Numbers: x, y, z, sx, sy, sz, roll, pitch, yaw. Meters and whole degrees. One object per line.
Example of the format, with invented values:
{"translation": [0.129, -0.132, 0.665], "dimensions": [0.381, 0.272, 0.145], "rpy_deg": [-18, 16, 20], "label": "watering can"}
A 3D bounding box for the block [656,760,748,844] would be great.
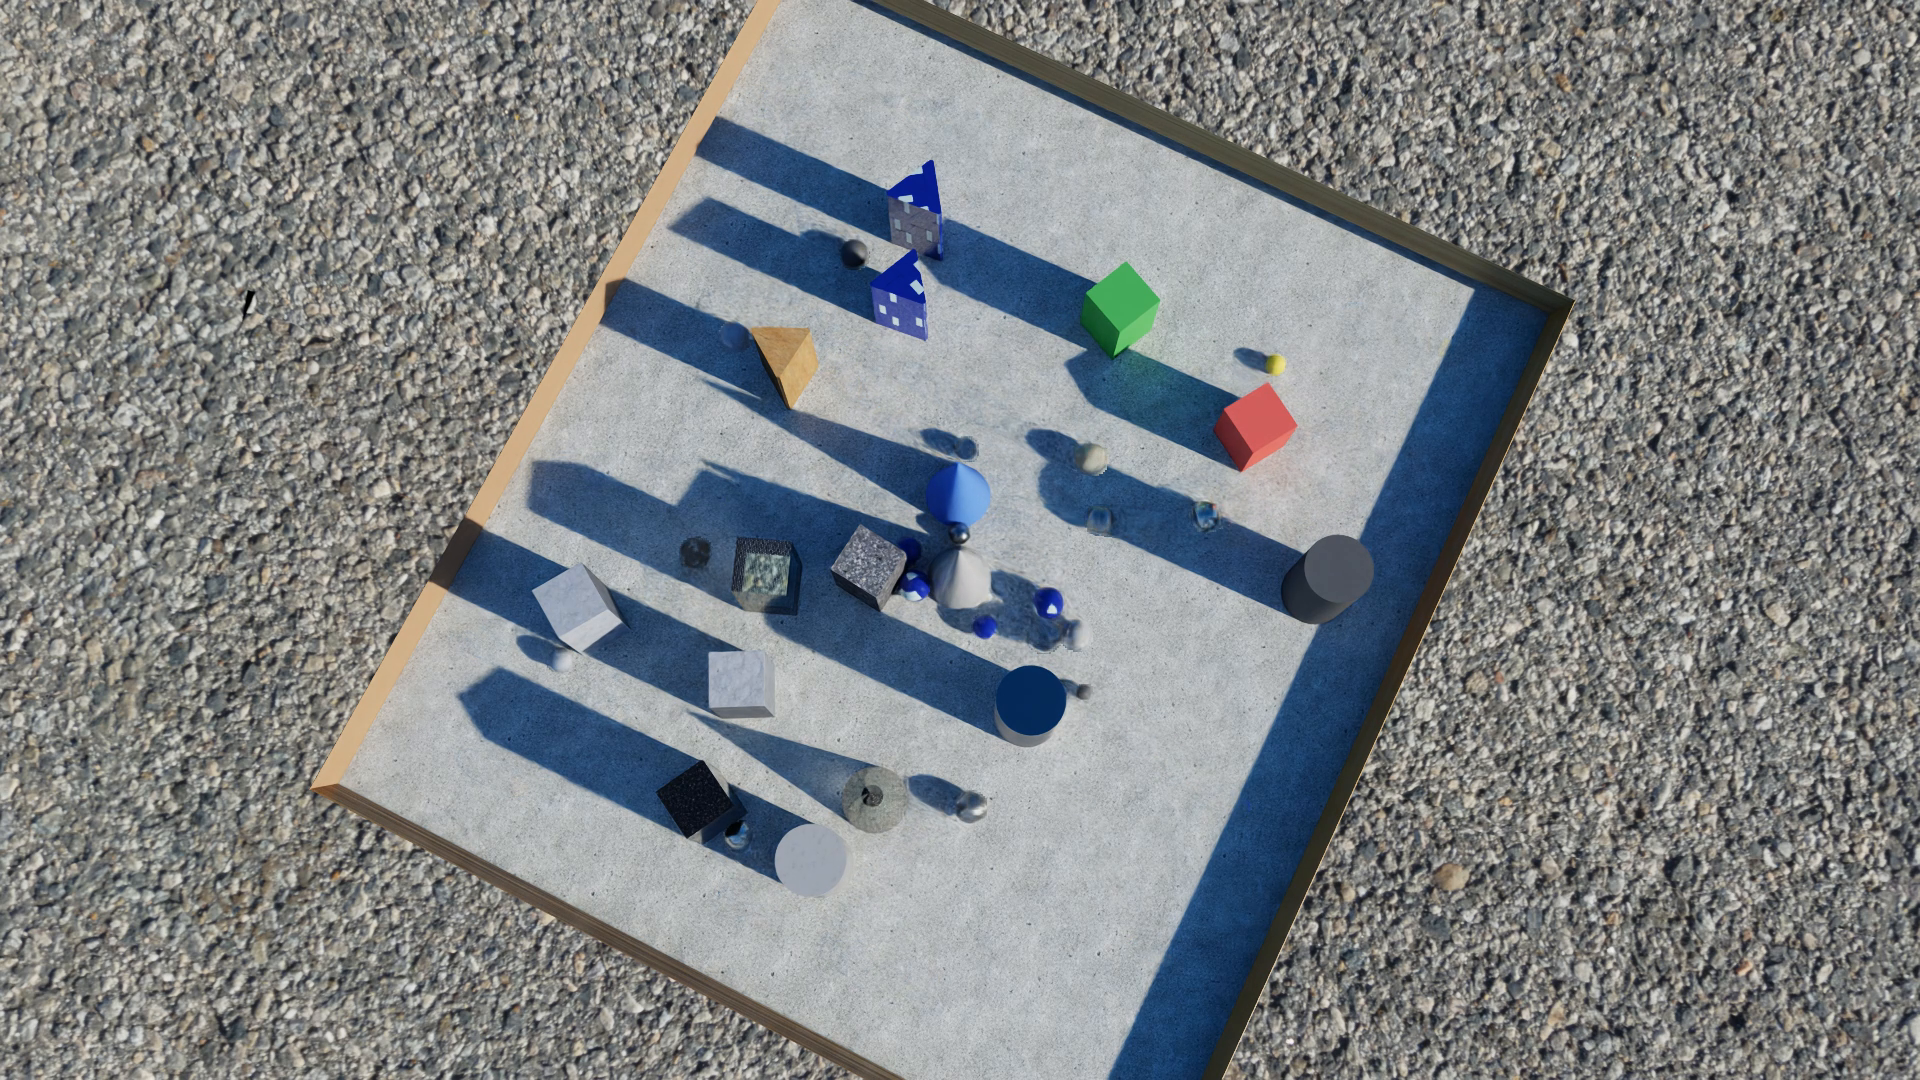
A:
{"translation": [-0.740, 0.757, 5.282], "dimensions": [0.159, 0.349, 0.159], "rpy_deg": [-35, 80, -7], "label": "block"}

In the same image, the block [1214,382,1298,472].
{"translation": [0.894, -0.340, 5.563], "dimensions": [0.159, 0.242, 0.159], "rpy_deg": [-31, 80, -6], "label": "block"}

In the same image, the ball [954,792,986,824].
{"translation": [0.030, 0.789, 5.406], "dimensions": [0.092, 0.092, 0.092], "rpy_deg": [0, 78, 0], "label": "ball"}

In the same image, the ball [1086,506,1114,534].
{"translation": [0.427, -0.063, 5.586], "dimensions": [0.086, 0.086, 0.086], "rpy_deg": [0, 78, 0], "label": "ball"}

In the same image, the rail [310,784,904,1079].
{"translation": [-0.667, 1.314, 5.278], "dimensions": [2.722, 0.129, 0.045], "rpy_deg": [26, 80, 5], "label": "rail"}

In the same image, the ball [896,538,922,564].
{"translation": [-0.158, 0.033, 5.567], "dimensions": [0.083, 0.083, 0.083], "rpy_deg": [0, 78, 0], "label": "ball"}

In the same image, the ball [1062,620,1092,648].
{"translation": [0.351, 0.283, 5.513], "dimensions": [0.088, 0.088, 0.088], "rpy_deg": [0, 78, 0], "label": "ball"}

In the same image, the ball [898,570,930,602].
{"translation": [-0.137, 0.138, 5.537], "dimensions": [0.099, 0.099, 0.099], "rpy_deg": [0, 78, 0], "label": "ball"}

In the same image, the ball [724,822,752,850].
{"translation": [-0.651, 0.869, 5.395], "dimensions": [0.082, 0.082, 0.082], "rpy_deg": [0, 78, 0], "label": "ball"}

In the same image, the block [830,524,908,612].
{"translation": [-0.268, 0.087, 5.464], "dimensions": [0.159, 0.264, 0.159], "rpy_deg": [32, 80, 6], "label": "block"}

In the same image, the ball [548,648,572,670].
{"translation": [-1.203, 0.358, 5.507], "dimensions": [0.070, 0.070, 0.070], "rpy_deg": [0, 78, 0], "label": "ball"}

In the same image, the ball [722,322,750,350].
{"translation": [-0.699, -0.634, 5.703], "dimensions": [0.088, 0.088, 0.088], "rpy_deg": [0, 78, 0], "label": "ball"}

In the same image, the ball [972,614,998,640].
{"translation": [0.075, 0.262, 5.525], "dimensions": [0.074, 0.074, 0.074], "rpy_deg": [0, 78, 0], "label": "ball"}

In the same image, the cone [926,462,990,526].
{"translation": [-0.006, -0.180, 5.432], "dimensions": [0.199, 0.434, 0.199], "rpy_deg": [0, 78, 0], "label": "cone"}

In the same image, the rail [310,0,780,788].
{"translation": [-1.196, -0.579, 5.669], "dimensions": [0.045, 0.129, 3.031], "rpy_deg": [26, 80, 5], "label": "rail"}

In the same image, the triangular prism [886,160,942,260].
{"translation": [-0.110, -1.023, 5.627], "dimensions": [0.172, 0.394, 0.149], "rpy_deg": [21, 79, 4], "label": "triangular prism"}

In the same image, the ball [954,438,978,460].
{"translation": [0.019, -0.280, 5.639], "dimensions": [0.070, 0.070, 0.070], "rpy_deg": [0, 78, 0], "label": "ball"}

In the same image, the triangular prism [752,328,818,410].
{"translation": [-0.551, -0.549, 5.550], "dimensions": [0.149, 0.353, 0.172], "rpy_deg": [31, 80, 6], "label": "triangular prism"}

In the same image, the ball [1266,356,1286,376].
{"translation": [0.980, -0.542, 5.697], "dimensions": [0.061, 0.061, 0.061], "rpy_deg": [0, 78, 0], "label": "ball"}

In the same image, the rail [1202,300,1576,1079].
{"translation": [1.196, 0.593, 5.427], "dimensions": [0.045, 0.129, 3.031], "rpy_deg": [26, 80, 5], "label": "rail"}

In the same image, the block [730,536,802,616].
{"translation": [-0.567, 0.110, 5.412], "dimensions": [0.159, 0.356, 0.159], "rpy_deg": [5, 78, 1], "label": "block"}

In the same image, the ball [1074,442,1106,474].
{"translation": [0.400, -0.251, 5.619], "dimensions": [0.097, 0.097, 0.097], "rpy_deg": [0, 78, 0], "label": "ball"}

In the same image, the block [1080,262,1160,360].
{"translation": [0.488, -0.700, 5.618], "dimensions": [0.159, 0.281, 0.159], "rpy_deg": [-39, 81, -7], "label": "block"}

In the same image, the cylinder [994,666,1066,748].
{"translation": [0.200, 0.487, 5.329], "dimensions": [0.199, 0.366, 0.199], "rpy_deg": [0, 78, 0], "label": "cylinder"}

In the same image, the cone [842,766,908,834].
{"translation": [-0.252, 0.743, 5.307], "dimensions": [0.199, 0.306, 0.199], "rpy_deg": [0, 78, 0], "label": "cone"}

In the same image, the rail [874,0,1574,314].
{"translation": [0.667, -1.300, 5.819], "dimensions": [2.722, 0.129, 0.045], "rpy_deg": [26, 80, 5], "label": "rail"}

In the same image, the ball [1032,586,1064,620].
{"translation": [0.266, 0.190, 5.528], "dimensions": [0.098, 0.098, 0.098], "rpy_deg": [0, 78, 0], "label": "ball"}

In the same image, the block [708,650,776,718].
{"translation": [-0.637, 0.427, 5.373], "dimensions": [0.159, 0.303, 0.159], "rpy_deg": [-2, 78, 0], "label": "block"}

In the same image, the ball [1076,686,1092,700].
{"translation": [0.373, 0.458, 5.499], "dimensions": [0.045, 0.045, 0.045], "rpy_deg": [0, 78, 0], "label": "ball"}

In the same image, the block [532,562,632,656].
{"translation": [-1.105, 0.208, 5.378], "dimensions": [0.159, 0.384, 0.159], "rpy_deg": [-30, 80, -6], "label": "block"}

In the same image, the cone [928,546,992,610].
{"translation": [-0.001, 0.073, 5.379], "dimensions": [0.199, 0.435, 0.199], "rpy_deg": [0, 78, 0], "label": "cone"}

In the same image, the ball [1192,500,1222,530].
{"translation": [0.752, -0.074, 5.586], "dimensions": [0.091, 0.091, 0.091], "rpy_deg": [0, 78, 0], "label": "ball"}

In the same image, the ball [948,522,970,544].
{"translation": [-0.002, -0.019, 5.587], "dimensions": [0.066, 0.066, 0.066], "rpy_deg": [0, 78, 0], "label": "ball"}

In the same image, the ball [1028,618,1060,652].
{"translation": [0.252, 0.286, 5.507], "dimensions": [0.099, 0.099, 0.099], "rpy_deg": [0, 78, 0], "label": "ball"}

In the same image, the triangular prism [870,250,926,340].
{"translation": [-0.160, -0.760, 5.597], "dimensions": [0.172, 0.347, 0.149], "rpy_deg": [19, 79, 4], "label": "triangular prism"}

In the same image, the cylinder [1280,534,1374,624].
{"translation": [1.077, 0.120, 5.395], "dimensions": [0.199, 0.385, 0.199], "rpy_deg": [0, 78, 0], "label": "cylinder"}

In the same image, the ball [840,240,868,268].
{"translation": [-0.333, -0.900, 5.759], "dimensions": [0.087, 0.087, 0.087], "rpy_deg": [0, 78, 0], "label": "ball"}

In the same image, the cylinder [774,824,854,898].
{"translation": [-0.412, 0.921, 5.238], "dimensions": [0.199, 0.368, 0.199], "rpy_deg": [0, 78, 0], "label": "cylinder"}

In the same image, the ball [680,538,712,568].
{"translation": [-0.802, 0.040, 5.562], "dimensions": [0.091, 0.091, 0.091], "rpy_deg": [0, 78, 0], "label": "ball"}
